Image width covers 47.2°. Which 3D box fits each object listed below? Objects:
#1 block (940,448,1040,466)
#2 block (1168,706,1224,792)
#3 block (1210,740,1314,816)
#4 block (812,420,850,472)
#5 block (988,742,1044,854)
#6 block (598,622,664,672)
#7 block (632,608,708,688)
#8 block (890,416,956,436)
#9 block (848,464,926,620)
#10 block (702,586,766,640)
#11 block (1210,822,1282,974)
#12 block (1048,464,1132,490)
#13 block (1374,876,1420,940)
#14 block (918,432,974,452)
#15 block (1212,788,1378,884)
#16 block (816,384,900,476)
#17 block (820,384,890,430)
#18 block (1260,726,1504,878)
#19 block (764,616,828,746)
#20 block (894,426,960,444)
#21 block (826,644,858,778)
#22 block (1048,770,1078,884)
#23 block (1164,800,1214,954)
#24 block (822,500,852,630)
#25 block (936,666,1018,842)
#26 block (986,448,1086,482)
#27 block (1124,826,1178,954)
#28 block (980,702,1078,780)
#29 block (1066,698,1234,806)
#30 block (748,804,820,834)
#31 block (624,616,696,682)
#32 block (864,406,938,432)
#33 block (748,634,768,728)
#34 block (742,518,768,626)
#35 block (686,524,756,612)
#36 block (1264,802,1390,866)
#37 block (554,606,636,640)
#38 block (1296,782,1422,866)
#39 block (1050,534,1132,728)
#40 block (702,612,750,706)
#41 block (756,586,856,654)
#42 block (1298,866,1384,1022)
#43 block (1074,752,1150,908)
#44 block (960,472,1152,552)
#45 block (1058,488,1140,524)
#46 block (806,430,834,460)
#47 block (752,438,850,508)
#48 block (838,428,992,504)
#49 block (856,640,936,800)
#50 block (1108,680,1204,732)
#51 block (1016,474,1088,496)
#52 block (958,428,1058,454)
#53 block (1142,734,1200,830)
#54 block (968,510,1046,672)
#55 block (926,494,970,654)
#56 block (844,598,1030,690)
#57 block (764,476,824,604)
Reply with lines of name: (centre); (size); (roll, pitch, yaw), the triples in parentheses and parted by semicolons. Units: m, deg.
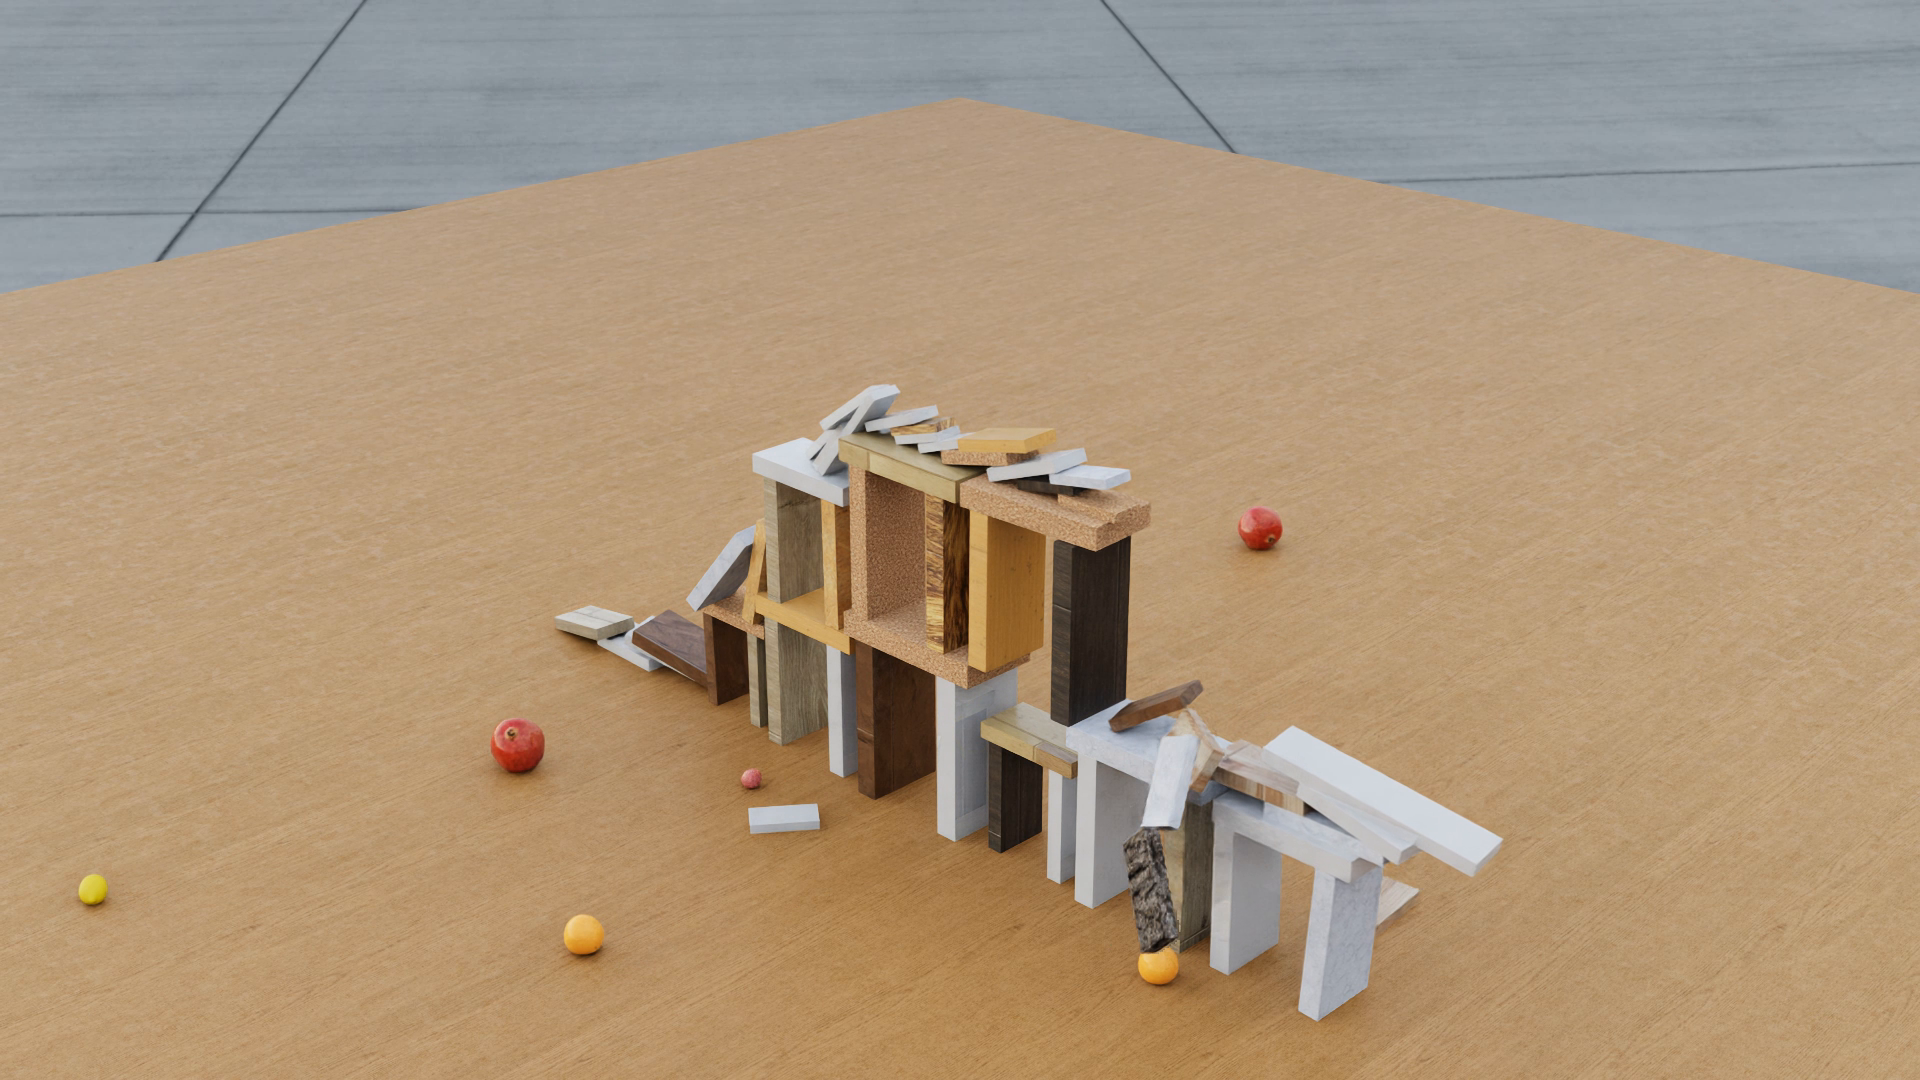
block: (0.055, -0.163, 4.101); (0.086, 0.024, 0.172); (-22, 18, -41)
block: (0.409, 0.367, 3.863); (0.023, 0.082, 0.165); (23, 16, -21)
block: (0.539, 0.411, 3.814); (0.217, 0.031, 0.108); (19, 29, 41)
block: (-0.237, -0.192, 4.391); (0.069, 0.139, 0.020); (-21, 69, -41)
block: (0.110, 0.485, 4.315); (0.034, 0.237, 0.118); (21, 31, 41)
block: (-0.748, 0.247, 5.141); (0.101, 0.029, 0.202); (-21, 31, -40)
block: (-0.612, 0.252, 5.021); (0.250, 0.035, 0.125); (28, 36, 23)
block: (-0.070, -0.218, 4.212); (0.120, 0.017, 0.060); (-1, 15, 45)
block: (-0.143, -0.016, 4.366); (0.046, 0.321, 0.161); (21, 31, 41)
block: (-0.459, 0.154, 4.796); (0.220, 0.031, 0.110); (21, 31, 40)
block: (0.514, 0.615, 3.933); (0.147, 0.294, 0.042); (-21, 30, -41)
block: (0.232, -0.113, 3.926); (0.068, 0.019, 0.135); (-22, 21, -41)
block: (0.767, 0.688, 4.104); (0.097, 0.027, 0.194); (18, 29, 37)
block: (-0.017, -0.185, 4.166); (0.060, 0.017, 0.120); (-22, 12, -42)
block: (0.596, 0.492, 3.792); (0.147, 0.042, 0.294); (-21, 31, -40)
block: (-0.201, -0.214, 4.327); (0.070, 0.254, 0.020); (-21, 69, -41)
block: (-0.204, -0.260, 4.311); (0.140, 0.020, 0.070); (-33, -9, 28)
block: (0.698, 0.431, 3.659); (0.407, 0.027, 0.097); (28, 35, 29)
block: (-0.345, 0.281, 4.723); (0.042, 0.294, 0.147); (21, 31, 41)
block: (-0.063, -0.201, 4.209); (0.060, 0.017, 0.120); (-22, 14, -41)
block: (-0.206, 0.335, 4.595); (0.042, 0.294, 0.147); (21, 31, 41)
block: (0.221, 0.529, 4.212); (0.034, 0.237, 0.118); (21, 31, 41)
block: (0.438, 0.577, 3.994); (0.045, 0.317, 0.158); (21, 31, 41)
block: (-0.213, 0.031, 4.472); (0.138, 0.276, 0.039); (-21, 30, -41)
block: (0.034, 0.406, 4.357); (0.049, 0.349, 0.175); (21, 31, 41)
block: (0.140, -0.137, 4.022); (0.086, 0.024, 0.174); (-22, 11, -41)
block: (0.326, 0.599, 3.766); (0.027, 0.097, 0.193); (0, 65, -19)
block: (0.166, 0.382, 4.211); (0.237, 0.034, 0.118); (21, 31, 41)
block: (0.364, 0.381, 3.994); (0.317, 0.045, 0.158); (21, 31, 40)
block: (-0.354, 0.560, 4.417); (0.139, 0.020, 0.069); (-3, 23, -7)
block: (-0.661, 0.248, 5.069); (0.202, 0.029, 0.101); (25, 35, 20)
block: (-0.113, -0.235, 4.247); (0.070, 0.020, 0.140); (-22, 10, -40)
block: (-0.408, 0.289, 4.797); (0.110, 0.220, 0.031); (-21, 31, -40)
block: (-0.389, 0.053, 4.672); (0.035, 0.250, 0.125); (35, 39, 31)
block: (-0.482, 0.051, 4.718); (0.035, 0.250, 0.125); (51, 42, 11)
block: (0.647, 0.477, 3.733); (0.243, 0.031, 0.108); (20, 30, 40)
block: (-0.866, 0.196, 5.210); (0.101, 0.029, 0.202); (-19, 18, -36)
block: (0.681, 0.454, 3.673); (0.108, 0.031, 0.217); (-20, 41, -40)
block: (0.239, 0.151, 4.023); (0.045, 0.356, 0.160); (21, 31, 41)
block: (-0.513, 0.248, 4.894); (0.031, 0.220, 0.110); (20, 30, 41)
block: (-0.276, 0.153, 4.593); (0.147, 0.042, 0.294); (-21, 31, -41)
block: (0.660, 0.672, 3.799); (0.147, 0.294, 0.042); (-21, 34, -41)
block: (0.289, 0.519, 4.132); (0.045, 0.317, 0.158); (21, 31, 41)
block: (0.173, -0.065, 4.017); (0.319, 0.045, 0.160); (19, 30, 38)
block: (0.248, -0.064, 3.933); (0.135, 0.019, 0.067); (21, 31, 40)
block: (-0.253, -0.206, 4.441); (0.069, 0.020, 0.139); (-17, -14, -34)
block: (-0.280, -0.140, 4.472); (0.138, 0.039, 0.276); (-21, 31, -40)
block: (-0.065, -0.155, 4.224); (0.161, 0.046, 0.321); (-21, 31, -41)
block: (-0.130, 0.342, 4.509); (0.049, 0.349, 0.175); (21, 31, 41)
block: (0.355, 0.301, 3.989); (0.165, 0.023, 0.082); (-24, 6, 38)
block: (0.176, -0.105, 3.997); (0.135, 0.019, 0.068); (7, 21, 44)
block: (0.086, -0.184, 4.062); (0.172, 0.024, 0.086); (3, 19, 45)
block: (0.367, 0.423, 3.834); (0.023, 0.165, 0.082); (24, -19, -25)
block: (0.090, 0.076, 4.154); (0.160, 0.319, 0.045); (-21, 32, -41)
block: (0.009, 0.044, 4.226); (0.046, 0.321, 0.161); (21, 31, 41)
block: (-0.048, 0.190, 4.355); (0.349, 0.049, 0.175); (21, 31, 41)
block: (-0.341, -0.018, 4.590); (0.039, 0.276, 0.138); (21, 31, 40)
